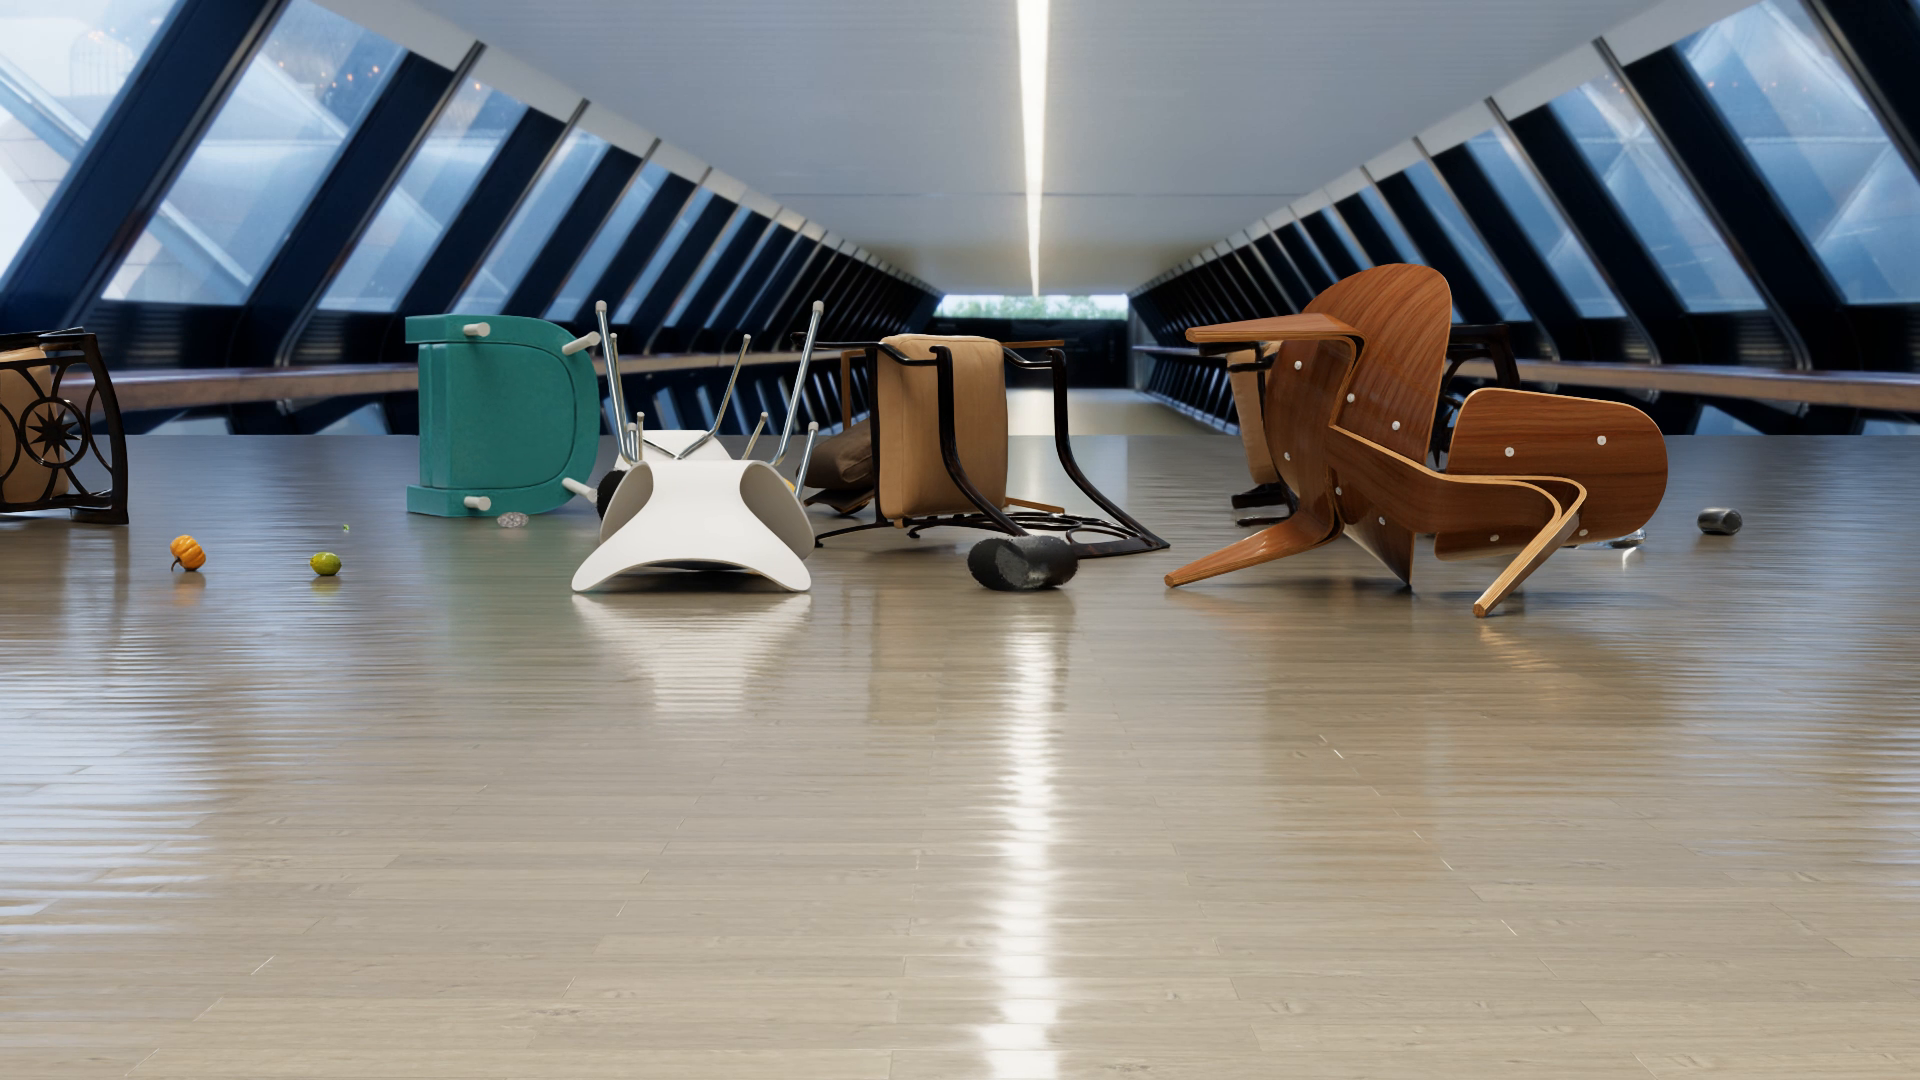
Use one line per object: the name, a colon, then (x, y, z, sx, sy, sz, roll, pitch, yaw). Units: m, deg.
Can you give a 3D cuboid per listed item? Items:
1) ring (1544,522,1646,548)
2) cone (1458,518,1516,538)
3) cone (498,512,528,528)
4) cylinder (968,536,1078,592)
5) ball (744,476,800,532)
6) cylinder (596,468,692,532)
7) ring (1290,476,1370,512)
ring: (1.814, -0.013, 6.284, 0.282, 0.064, 0.308, 1, 5, 20)
cone: (1.605, -0.024, 6.692, 0.173, 0.060, 0.075, 0, -18, 15)
cone: (-1.461, -0.056, 7.177, 0.100, 0.052, 0.085, -2, -13, -15)
cylinder: (0.142, 0.051, 4.954, 0.184, 0.116, 0.166, 8, 8, 43)
ball: (-0.589, -0.113, 6.892, 0.178, 0.178, 0.178, 0, 4, 0)
cylinder: (-1.005, -0.128, 6.997, 0.201, 0.192, 0.223, -34, -18, 36)
ring: (1.378, -0.171, 8.196, 0.226, 0.117, 0.388, -4, 6, -29)
